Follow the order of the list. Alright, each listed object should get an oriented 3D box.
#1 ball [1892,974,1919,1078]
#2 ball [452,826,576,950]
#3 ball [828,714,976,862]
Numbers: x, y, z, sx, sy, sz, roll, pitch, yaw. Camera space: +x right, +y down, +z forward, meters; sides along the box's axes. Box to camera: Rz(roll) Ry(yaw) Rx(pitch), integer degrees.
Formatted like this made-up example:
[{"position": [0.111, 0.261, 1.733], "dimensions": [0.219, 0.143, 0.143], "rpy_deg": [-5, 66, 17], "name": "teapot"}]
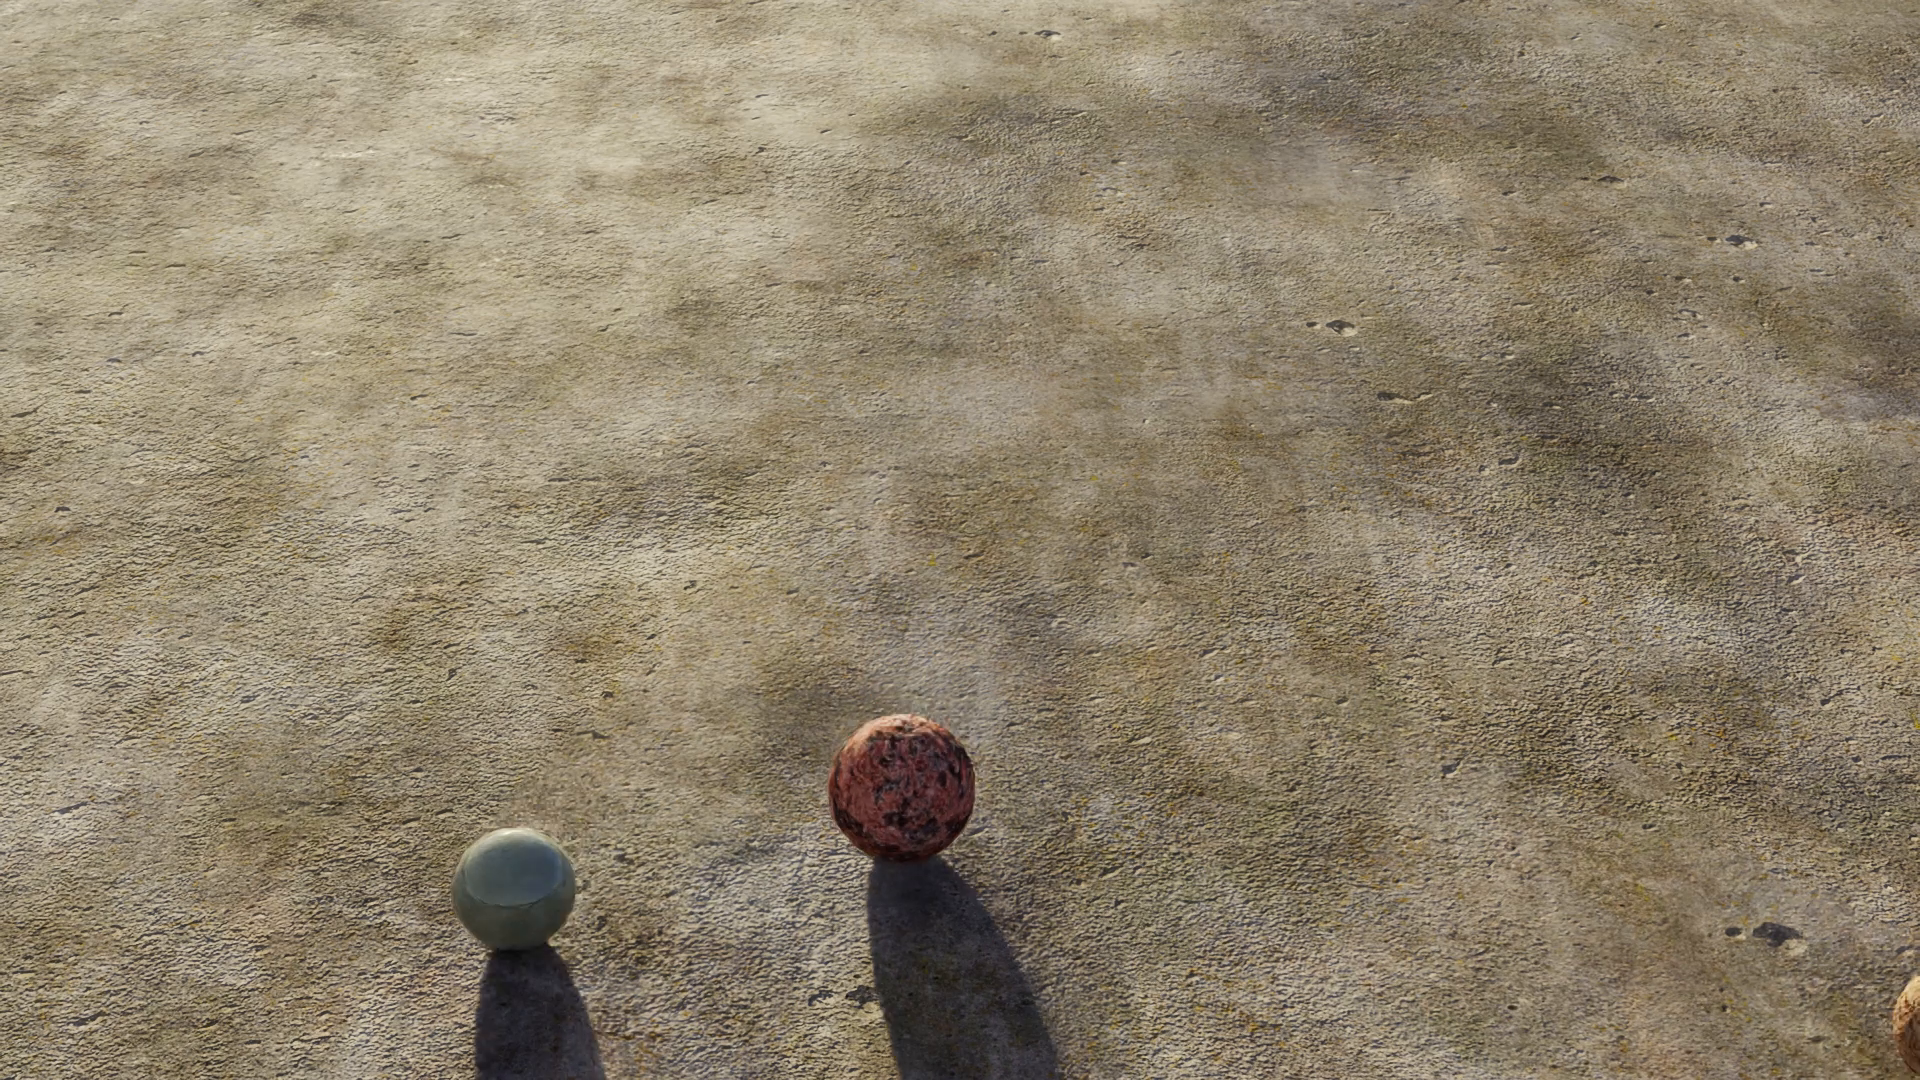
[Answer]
[{"position": [0.443, 0.216, 1.304], "dimensions": [0.057, 0.057, 0.057], "rpy_deg": [0, 30, 0], "name": "ball"}, {"position": [-0.211, 0.165, 1.391], "dimensions": [0.058, 0.058, 0.058], "rpy_deg": [0, 30, 0], "name": "ball"}, {"position": [-0.029, 0.122, 1.450], "dimensions": [0.073, 0.073, 0.073], "rpy_deg": [0, 30, 0], "name": "ball"}]
